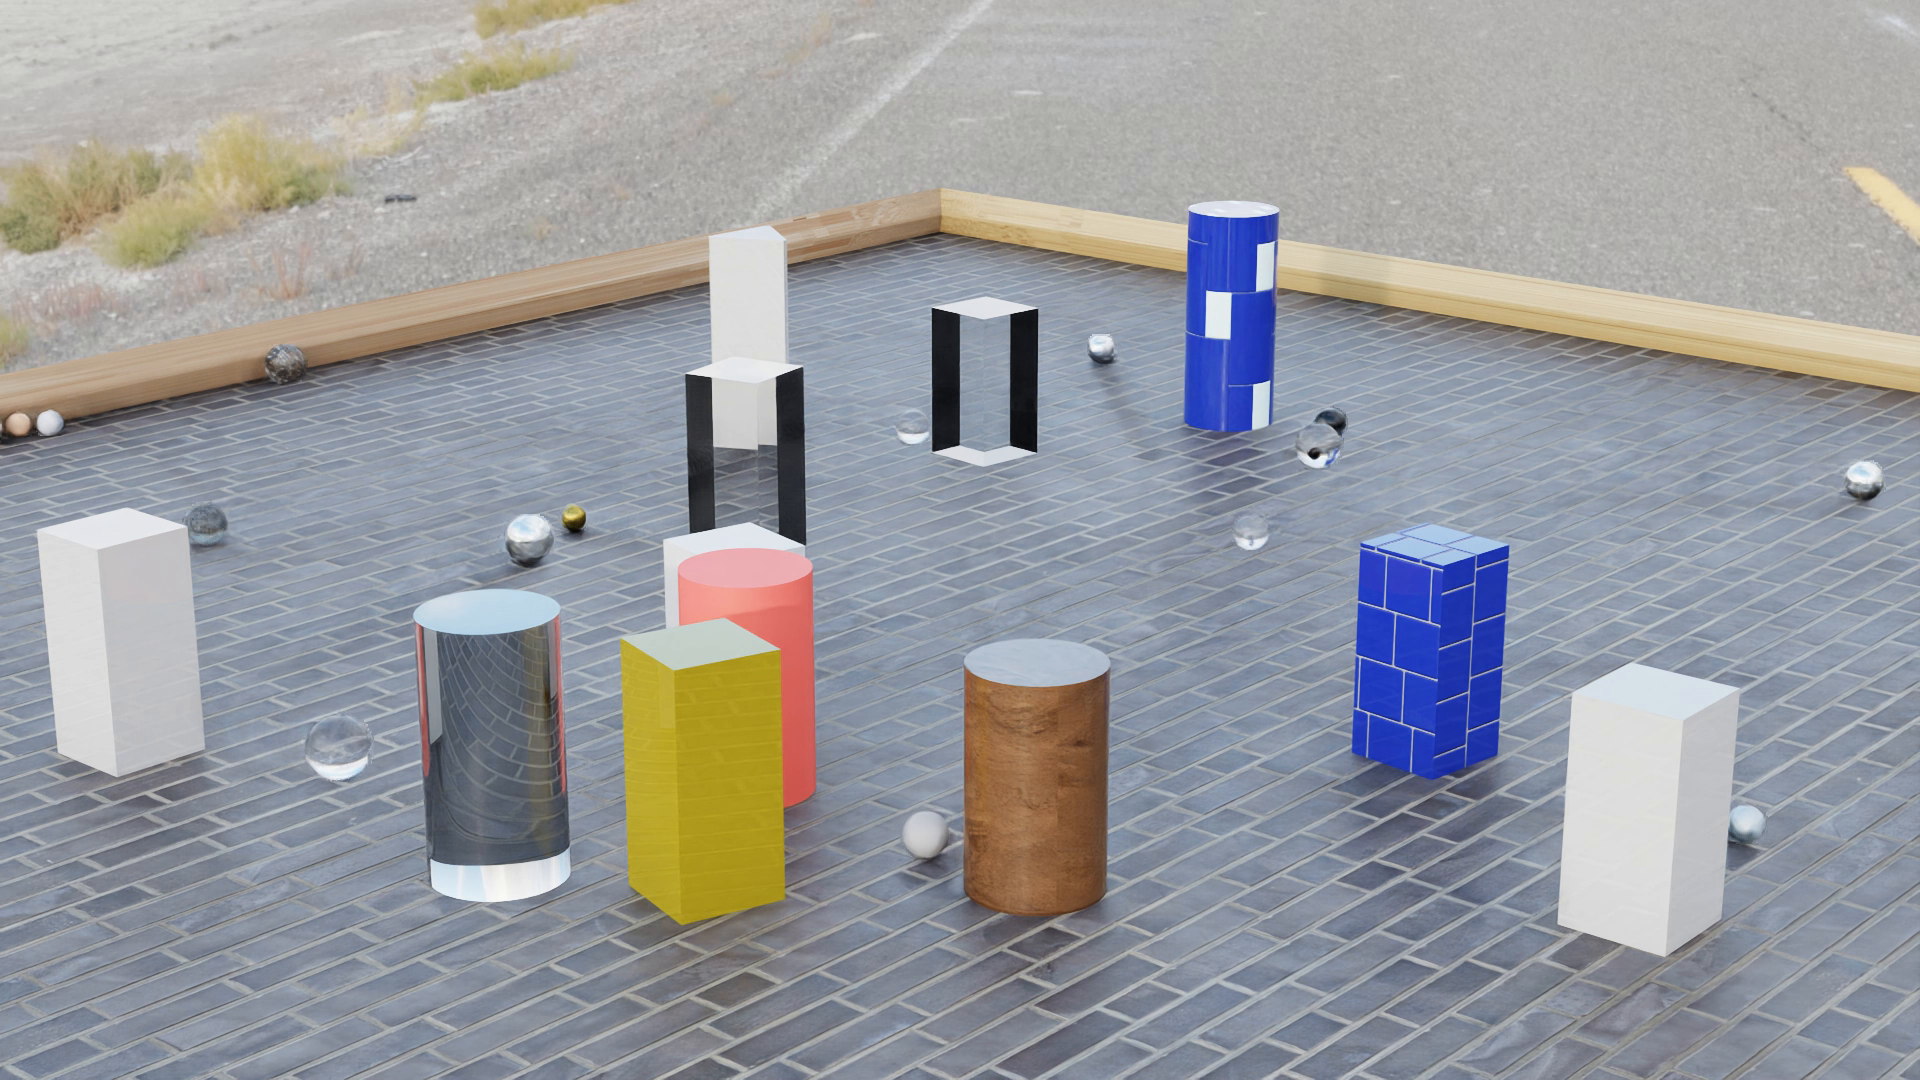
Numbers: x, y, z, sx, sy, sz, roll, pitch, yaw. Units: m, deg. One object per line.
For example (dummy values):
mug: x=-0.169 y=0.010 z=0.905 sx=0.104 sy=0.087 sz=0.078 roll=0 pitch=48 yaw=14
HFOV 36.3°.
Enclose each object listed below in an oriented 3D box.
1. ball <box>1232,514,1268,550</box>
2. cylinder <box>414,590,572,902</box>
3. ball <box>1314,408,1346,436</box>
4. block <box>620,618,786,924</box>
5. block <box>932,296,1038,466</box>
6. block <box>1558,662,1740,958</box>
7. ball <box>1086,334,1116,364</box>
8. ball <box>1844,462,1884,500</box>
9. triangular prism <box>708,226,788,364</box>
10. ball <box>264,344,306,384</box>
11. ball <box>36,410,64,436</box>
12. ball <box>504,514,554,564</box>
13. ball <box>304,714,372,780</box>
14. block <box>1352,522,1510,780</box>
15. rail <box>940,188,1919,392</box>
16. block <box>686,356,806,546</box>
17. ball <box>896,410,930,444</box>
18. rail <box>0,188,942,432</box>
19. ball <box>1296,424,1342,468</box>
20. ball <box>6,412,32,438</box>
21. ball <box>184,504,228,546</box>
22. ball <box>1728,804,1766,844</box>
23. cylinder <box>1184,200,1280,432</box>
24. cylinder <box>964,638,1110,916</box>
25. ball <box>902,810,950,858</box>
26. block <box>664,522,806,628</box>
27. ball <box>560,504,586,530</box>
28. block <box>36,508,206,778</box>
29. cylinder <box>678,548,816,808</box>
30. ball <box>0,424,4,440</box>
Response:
ball: x=0.533 y=-0.014 z=5.374 sx=0.066 sy=0.066 sz=0.066 roll=0 pitch=17 yaw=0
cylinder: x=-0.621 y=0.271 z=3.902 sx=0.192 sy=0.371 sz=0.192 roll=0 pitch=17 yaw=0
ball: x=0.774 y=-0.243 z=6.135 sx=0.065 sy=0.065 sz=0.065 roll=0 pitch=17 yaw=0
block: x=-0.337 y=0.301 z=3.843 sx=0.153 sy=0.349 sz=0.153 roll=-10 pitch=20 yaw=-31
block: x=0.051 y=-0.325 z=5.993 sx=0.153 sy=0.305 sz=0.153 roll=-15 pitch=23 yaw=-41
block: x=0.881 y=0.343 z=3.757 sx=0.153 sy=0.318 sz=0.153 roll=14 pitch=22 yaw=38
ball: x=0.327 y=-0.443 z=6.796 sx=0.066 sy=0.066 sz=0.066 roll=0 pitch=17 yaw=0
ball: x=1.756 y=-0.115 z=5.693 sx=0.075 sy=0.075 sz=0.075 roll=0 pitch=17 yaw=0
triangular prism: x=-0.420 y=-0.434 z=6.141 sx=0.166 sy=0.427 sz=0.144 roll=4 pitch=17 yaw=13
ball: x=-1.519 y=-0.396 z=6.599 sx=0.090 sy=0.090 sz=0.090 roll=0 pitch=17 yaw=0
ball: x=-1.911 y=-0.245 z=6.159 sx=0.055 sy=0.055 sz=0.055 roll=0 pitch=17 yaw=0
ball: x=-0.779 y=-0.002 z=5.297 sx=0.087 sy=0.087 sz=0.087 roll=0 pitch=17 yaw=0
ball: x=-0.906 y=0.302 z=4.275 sx=0.096 sy=0.096 sz=0.096 roll=0 pitch=17 yaw=0
block: x=0.695 y=0.162 z=4.337 sx=0.153 sy=0.328 sz=0.153 roll=-15 pitch=22 yaw=-40
rail: x=1.623 y=-0.509 z=6.910 sx=4.490 sy=0.124 sz=0.045 roll=14 pitch=22 yaw=39
block: x=-0.388 y=-0.144 z=5.329 sx=0.153 sy=0.341 sz=0.153 roll=9 pitch=19 yaw=29
ball: x=-0.097 y=-0.234 z=6.093 sx=0.073 sy=0.073 sz=0.073 roll=0 pitch=17 yaw=0
rail: x=-1.677 y=-0.390 z=6.515 sx=0.045 sy=0.124 sz=4.999 roll=14 pitch=22 yaw=39
ball: x=0.723 y=-0.190 z=5.915 sx=0.091 sy=0.091 sz=0.091 roll=0 pitch=17 yaw=0
ball: x=-1.976 y=-0.241 z=6.152 sx=0.052 sy=0.052 sz=0.052 roll=0 pitch=17 yaw=0
ball: x=-1.390 y=-0.029 z=5.404 sx=0.077 sy=0.077 sz=0.077 roll=0 pitch=17 yaw=0
ball: x=1.086 y=0.393 z=4.051 sx=0.053 sy=0.053 sz=0.053 roll=0 pitch=17 yaw=0
cylinder: x=0.575 y=-0.477 z=6.228 sx=0.192 sy=0.458 sz=0.192 roll=0 pitch=17 yaw=0
cylinder: x=0.100 y=0.311 z=3.865 sx=0.192 sy=0.317 sz=0.192 roll=0 pitch=17 yaw=0
ball: x=-0.047 y=0.402 z=4.001 sx=0.064 sy=0.064 sz=0.064 roll=0 pitch=17 yaw=0
block: x=-0.339 y=0.148 z=4.434 sx=0.153 sy=0.300 sz=0.153 roll=-12 pitch=21 yaw=-35
ball: x=-0.725 y=-0.042 z=5.497 sx=0.048 sy=0.048 sz=0.048 roll=0 pitch=17 yaw=0
block: x=-1.242 y=0.149 z=4.345 sx=0.153 sy=0.349 sz=0.153 roll=14 pitch=22 yaw=39
cylinder: x=-0.305 y=0.199 z=4.206 sx=0.192 sy=0.334 sz=0.192 roll=0 pitch=17 yaw=0
ball: x=-2.016 y=-0.225 z=6.081 sx=0.061 sy=0.061 sz=0.061 roll=0 pitch=17 yaw=0
